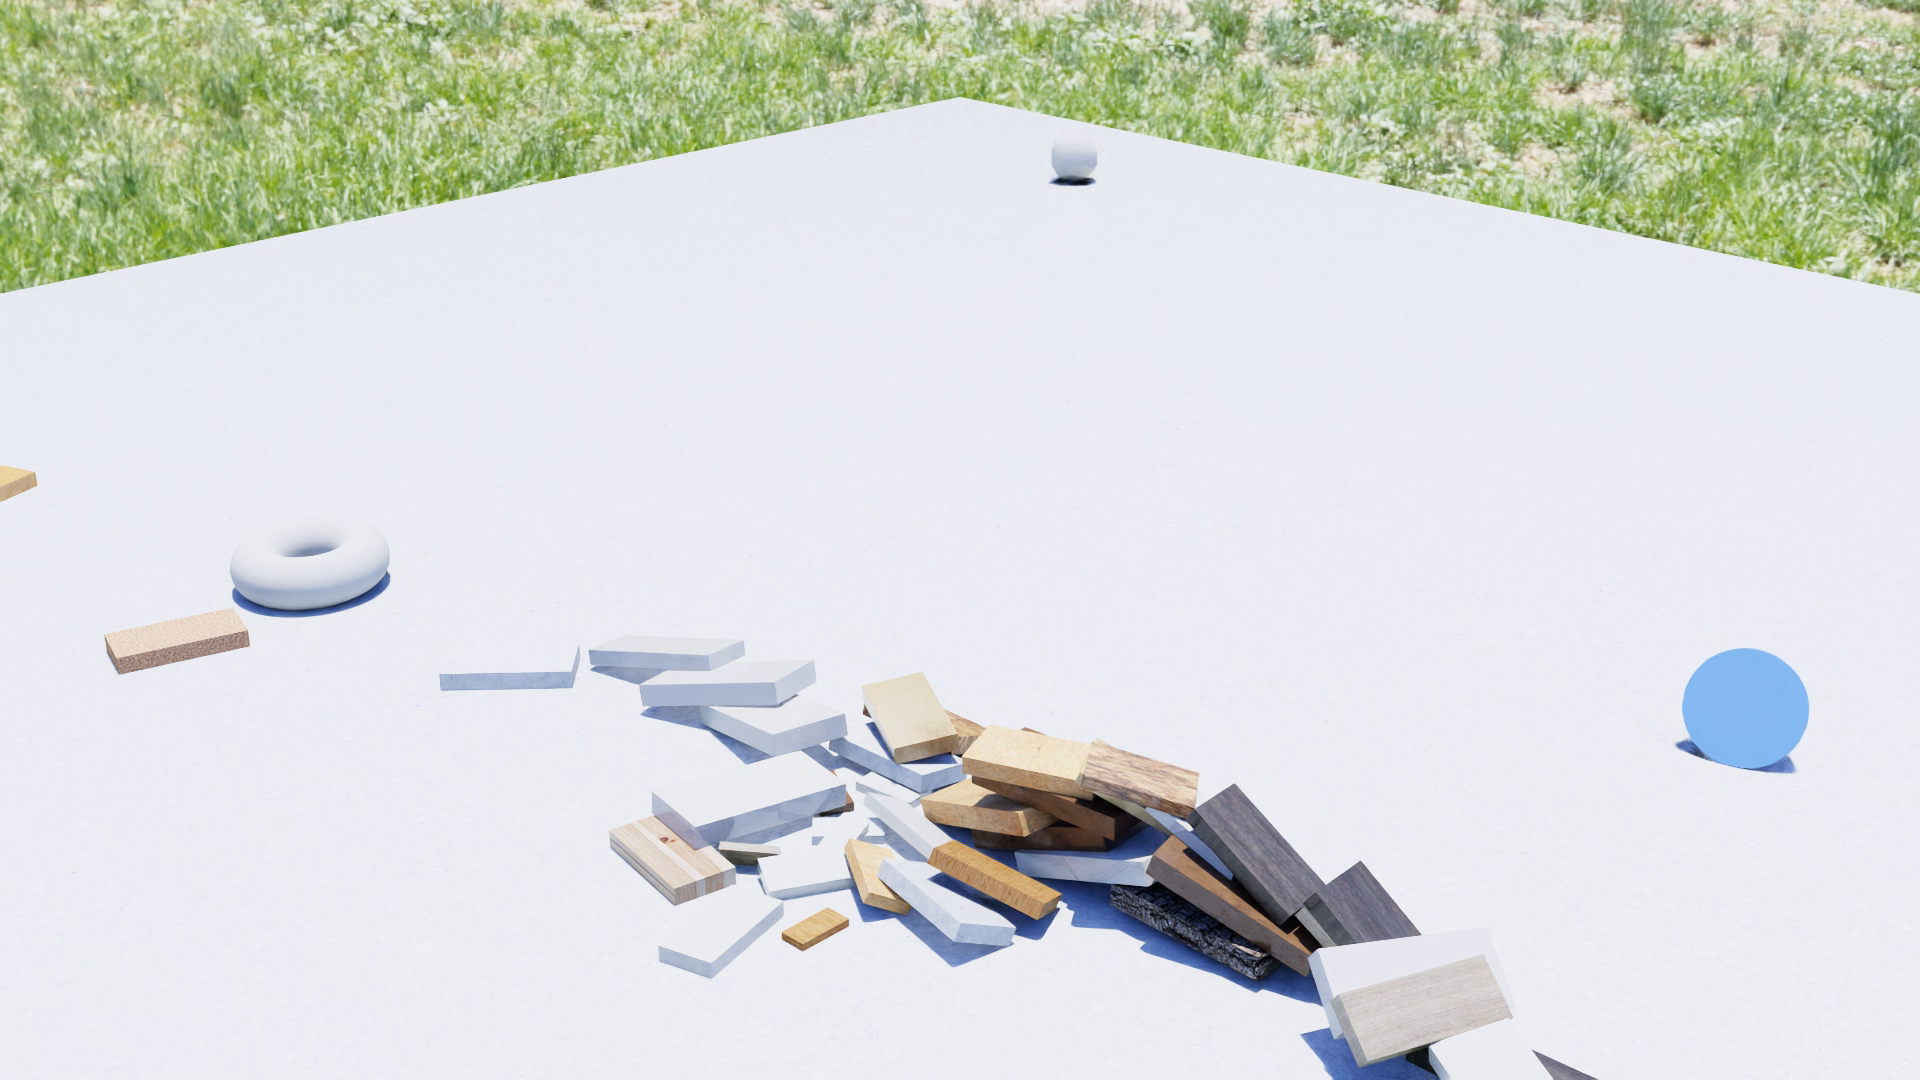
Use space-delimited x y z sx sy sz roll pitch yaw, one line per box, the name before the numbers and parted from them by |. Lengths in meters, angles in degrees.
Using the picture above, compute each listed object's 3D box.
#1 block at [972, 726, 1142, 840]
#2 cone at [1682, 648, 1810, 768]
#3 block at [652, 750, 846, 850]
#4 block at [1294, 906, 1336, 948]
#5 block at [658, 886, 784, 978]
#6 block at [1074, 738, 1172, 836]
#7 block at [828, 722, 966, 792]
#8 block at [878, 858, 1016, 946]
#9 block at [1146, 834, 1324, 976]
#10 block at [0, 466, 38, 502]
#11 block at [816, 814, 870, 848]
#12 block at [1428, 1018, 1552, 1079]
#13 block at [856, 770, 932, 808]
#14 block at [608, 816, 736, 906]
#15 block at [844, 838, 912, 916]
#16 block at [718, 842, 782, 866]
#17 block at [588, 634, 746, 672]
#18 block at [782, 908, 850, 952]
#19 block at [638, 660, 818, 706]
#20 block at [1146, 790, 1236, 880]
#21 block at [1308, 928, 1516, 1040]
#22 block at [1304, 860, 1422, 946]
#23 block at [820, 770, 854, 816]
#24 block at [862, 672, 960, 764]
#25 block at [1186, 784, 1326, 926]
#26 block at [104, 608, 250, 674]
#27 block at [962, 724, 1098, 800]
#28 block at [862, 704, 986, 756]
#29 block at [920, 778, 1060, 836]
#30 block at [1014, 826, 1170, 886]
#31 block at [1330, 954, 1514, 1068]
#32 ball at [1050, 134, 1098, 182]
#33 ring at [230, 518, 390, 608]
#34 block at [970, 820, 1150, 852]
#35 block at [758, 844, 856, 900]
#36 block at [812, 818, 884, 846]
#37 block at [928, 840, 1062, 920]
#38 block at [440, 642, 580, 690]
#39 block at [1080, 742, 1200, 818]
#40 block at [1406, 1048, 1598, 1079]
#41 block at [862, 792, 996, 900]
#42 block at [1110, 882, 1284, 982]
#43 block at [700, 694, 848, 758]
block | 0.206 0.460 4.186 0.338 0.048 0.169 18 31 36
cone | 1.709 0.368 4.749 0.254 0.254 0.254 12 -1 26
block | -0.421 0.517 4.403 0.347 0.049 0.174 -12 26 -34
block | 0.712 0.715 3.847 0.250 0.035 0.125 48 44 13
block | -0.436 0.716 4.031 0.117 0.033 0.233 12 26 27
block | 0.323 0.457 4.073 0.207 0.029 0.104 29 41 2
block | -0.130 0.452 4.612 0.275 0.039 0.137 20 20 40
block | -0.027 0.669 4.071 0.132 0.037 0.265 13 11 -38
block | 0.520 0.631 3.949 0.337 0.048 0.168 31 37 19
block | -2.730 -0.167 6.101 0.296 0.042 0.148 10 25 22
block | -0.232 0.587 4.316 0.058 0.016 0.116 17 41 21
block | 0.882 0.897 3.523 0.144 0.041 0.288 -16 32 -10
block | -0.137 0.513 4.525 0.143 0.020 0.072 17 28 34
block | -0.559 0.614 4.265 0.132 0.037 0.265 -16 28 -32
block | -0.156 0.637 4.167 0.092 0.026 0.184 20 19 -23
block | -0.403 0.609 4.251 0.116 0.058 0.016 3 53 8
block | -0.668 0.256 5.003 0.351 0.037 0.130 1 13 32
block | -0.266 0.717 4.051 0.058 0.016 0.116 20 30 39
block | -0.510 0.314 4.832 0.347 0.049 0.174 -3 12 26
block | 0.449 0.525 3.998 0.207 0.029 0.103 38 40 27
block | 0.766 0.749 3.728 0.337 0.041 0.144 -3 59 -22
block | 0.738 0.707 3.815 0.144 0.041 0.288 -23 68 -43
block | -0.272 0.519 4.511 0.072 0.020 0.143 -8 24 -18
block | -0.107 0.373 4.637 0.137 0.039 0.274 -12 28 -12
block | 0.530 0.560 3.928 0.125 0.035 0.250 -24 66 -44
block | -1.834 0.235 5.154 0.296 0.042 0.148 -13 26 -28
block | 0.152 0.421 4.173 0.265 0.037 0.132 9 27 22
block | -0.065 0.395 4.727 0.275 0.039 0.137 20 14 41
block | 0.087 0.516 4.324 0.169 0.048 0.338 -19 9 -33
block | 0.282 0.591 4.164 0.168 0.048 0.337 -22 11 -41
block | 0.770 0.782 3.662 0.300 0.033 0.117 -9 62 -25
ball | 0.485 -1.623 9.330 0.201 0.201 0.201 0 23 0
ring | -1.616 0.054 5.472 0.385 0.128 0.385 -1 24 0
block | 0.201 0.547 4.260 0.337 0.048 0.169 -6 12 44
block | -0.286 0.635 4.206 0.184 0.026 0.092 -7 37 -17
block | -0.222 0.578 4.372 0.143 0.020 0.072 -1 23 -1
block | 0.065 0.632 4.103 0.233 0.033 0.117 25 8 17
block | -1.027 0.289 5.026 0.296 0.042 0.148 -1 23 -2
block | 0.330 0.438 4.016 0.207 0.029 0.104 16 34 2
block | 0.987 0.910 3.569 0.530 0.035 0.125 20 30 38
block | -0.047 0.594 4.277 0.092 0.026 0.406 16 9 -38
block | 0.459 0.682 4.023 0.337 0.048 0.168 22 31 38
block | -0.403 0.382 4.708 0.174 0.049 0.347 -14 15 -30
